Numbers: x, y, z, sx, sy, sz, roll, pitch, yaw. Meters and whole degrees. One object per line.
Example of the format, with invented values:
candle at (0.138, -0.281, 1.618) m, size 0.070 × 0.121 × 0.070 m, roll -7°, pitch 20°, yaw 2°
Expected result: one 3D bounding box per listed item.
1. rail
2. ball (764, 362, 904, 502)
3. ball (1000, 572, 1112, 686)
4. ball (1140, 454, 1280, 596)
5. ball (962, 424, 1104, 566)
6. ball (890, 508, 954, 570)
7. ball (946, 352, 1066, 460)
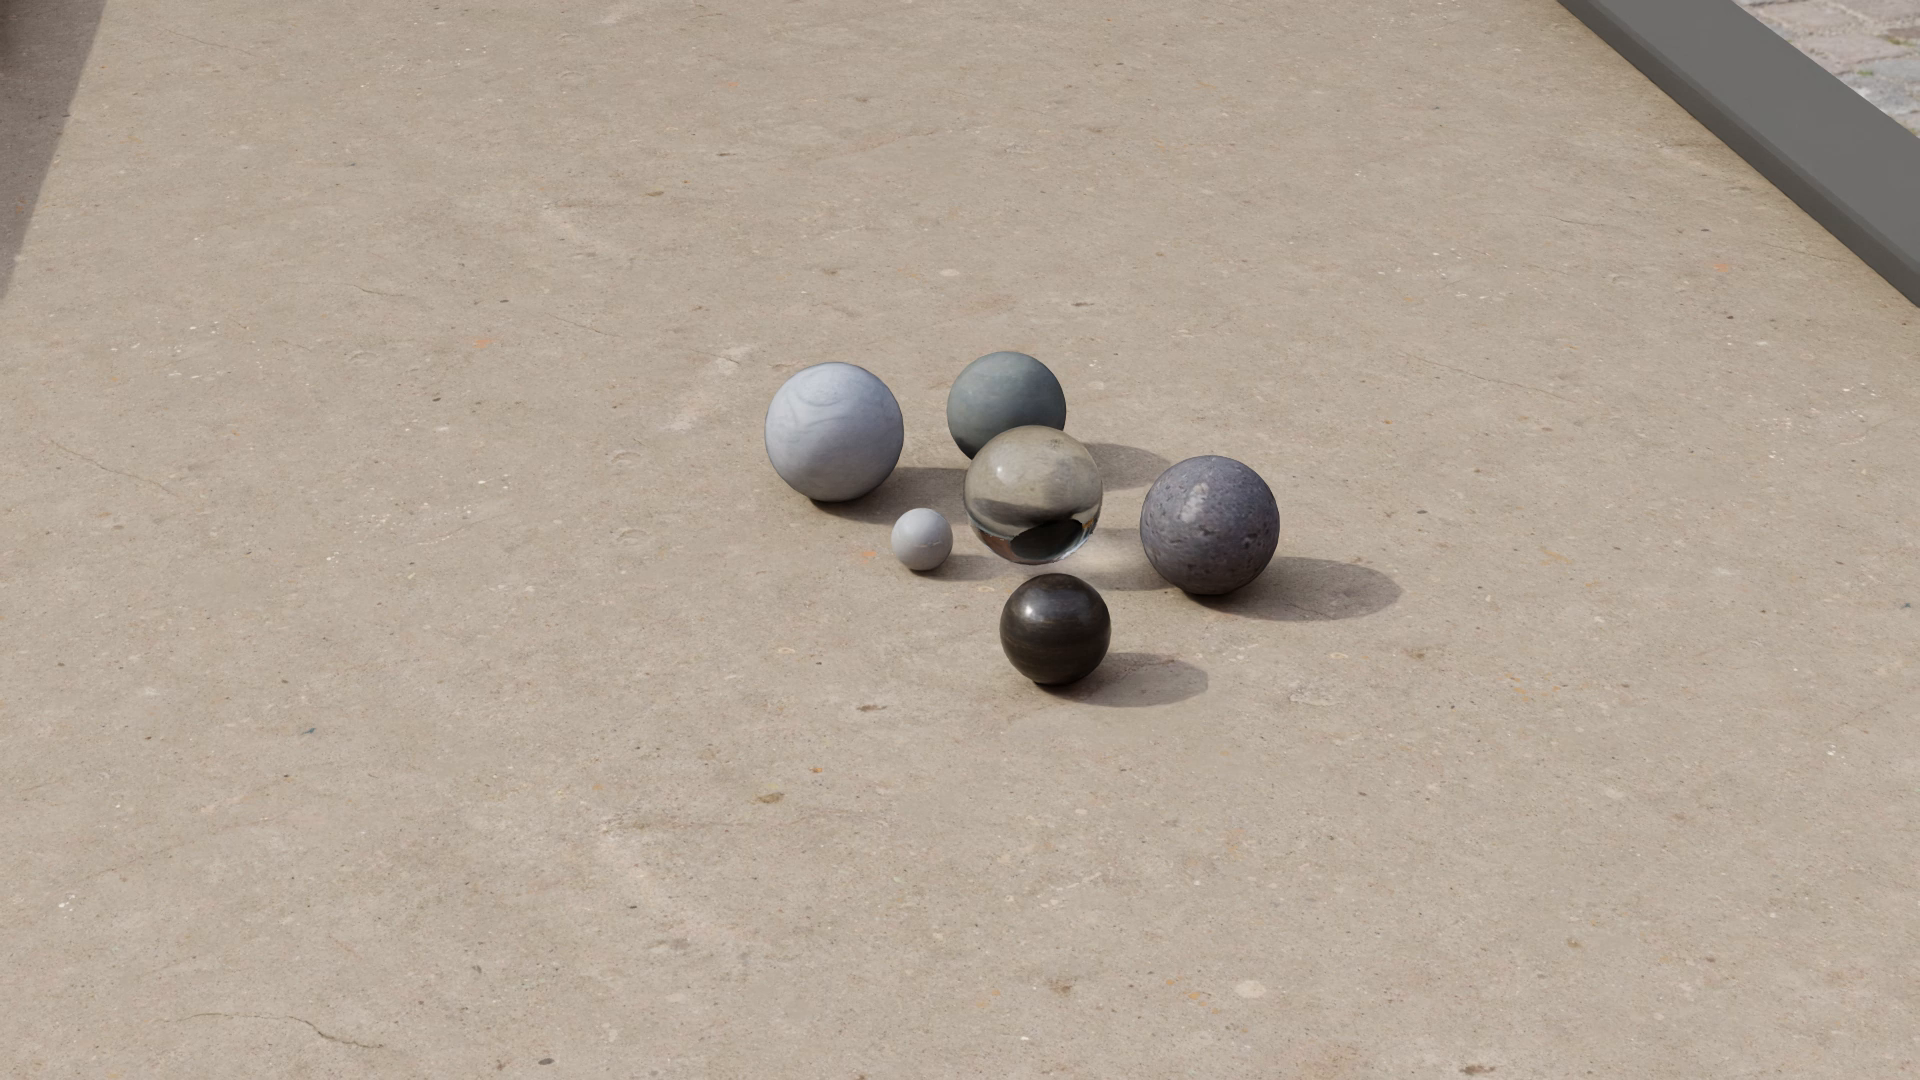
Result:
rail at (0.670, -0.426, 2.659) m, size 0.045 × 0.124 × 3.110 m, roll -4°, pitch 27°, yaw -8°
ball at (-0.085, -0.073, 1.998) m, size 0.095 × 0.095 × 0.095 m, roll 0°, pitch 27°, yaw 0°
ball at (0.058, 0.054, 1.777) m, size 0.068 × 0.068 × 0.068 m, roll 0°, pitch 27°, yaw 0°
ball at (0.160, -0.010, 1.878) m, size 0.090 × 0.090 × 0.090 m, roll 0°, pitch 27°, yaw 0°
ball at (0.048, -0.029, 1.915) m, size 0.092 × 0.092 × 0.092 m, roll 0°, pitch 27°, yaw 0°
ball at (-0.025, -0.001, 1.914) m, size 0.041 × 0.041 × 0.041 m, roll 0°, pitch 27°, yaw 0°
ball at (0.032, -0.089, 2.043) m, size 0.084 × 0.084 × 0.084 m, roll 0°, pitch 27°, yaw 0°
